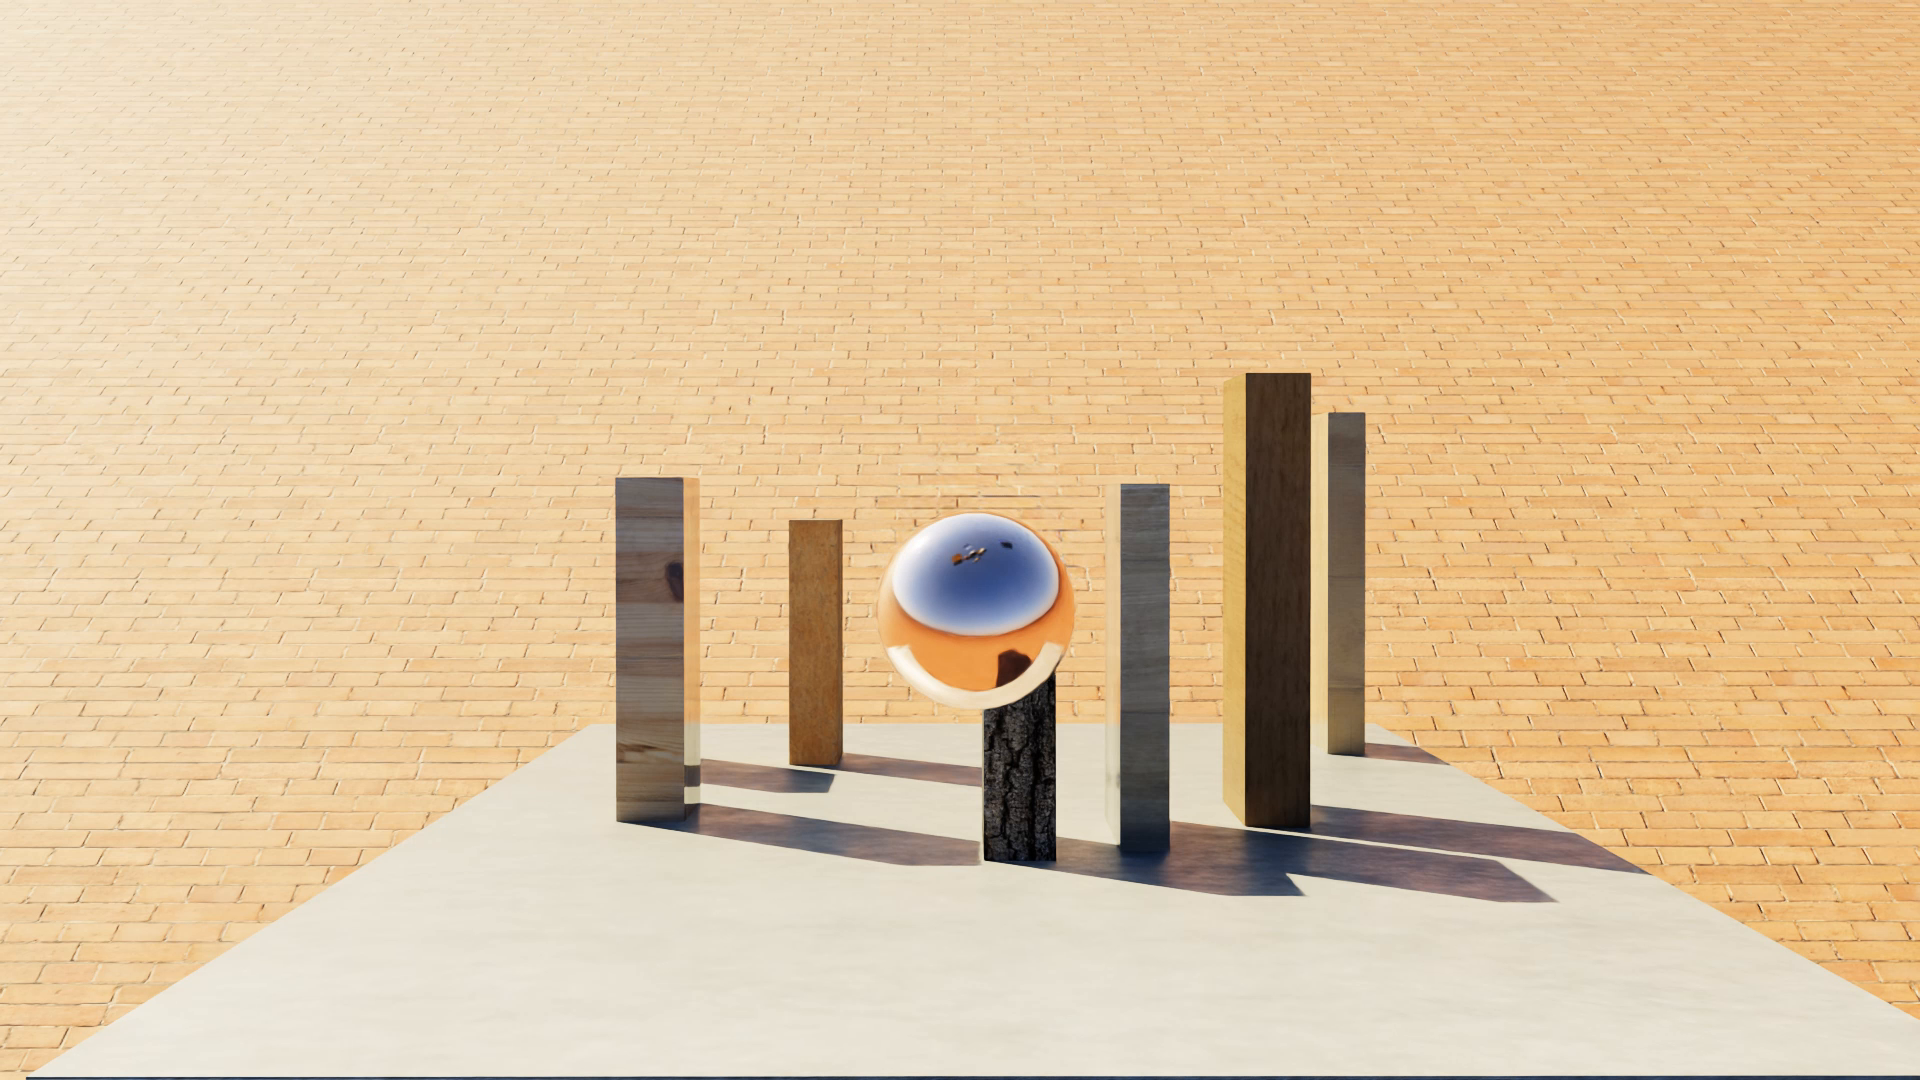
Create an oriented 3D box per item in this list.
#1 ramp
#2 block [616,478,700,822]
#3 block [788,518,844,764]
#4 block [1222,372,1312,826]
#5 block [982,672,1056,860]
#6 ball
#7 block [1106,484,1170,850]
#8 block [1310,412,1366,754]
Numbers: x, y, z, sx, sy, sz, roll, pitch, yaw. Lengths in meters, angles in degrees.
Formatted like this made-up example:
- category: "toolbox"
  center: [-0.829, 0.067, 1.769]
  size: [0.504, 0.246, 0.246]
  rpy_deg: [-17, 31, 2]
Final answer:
- category: "ramp"
  center: [0.061, 0.553, 4.590]
  size: [2.000, 0.100, 4.000]
  rpy_deg: [0, 1, 0]
- category: "block"
  center: [-0.553, 0.193, 4.746]
  size: [0.122, 0.615, 0.288]
  rpy_deg: [0, 1, 0]
- category: "block"
  center: [-0.317, 0.219, 5.710]
  size: [0.105, 0.529, 0.274]
  rpy_deg: [0, 1, 0]
- category: "block"
  center: [0.558, 0.102, 4.718]
  size: [0.115, 0.797, 0.378]
  rpy_deg: [0, 1, 0]
- category: "block"
  center: [0.095, 0.304, 4.264]
  size: [0.115, 0.409, 0.306]
  rpy_deg: [0, 1, 0]
- category: "ball"
  center: [0.016, 0.069, 2.544]
  size: [0.197, 0.197, 0.197]
  rpy_deg: [0, 27, 0]
- category: "block"
  center: [0.302, 0.204, 4.437]
  size: [0.081, 0.602, 0.432]
  rpy_deg: [0, 1, 0]
- category: "block"
  center: [0.867, 0.095, 5.957]
  size: [0.084, 0.768, 0.328]
  rpy_deg: [0, 1, 0]
